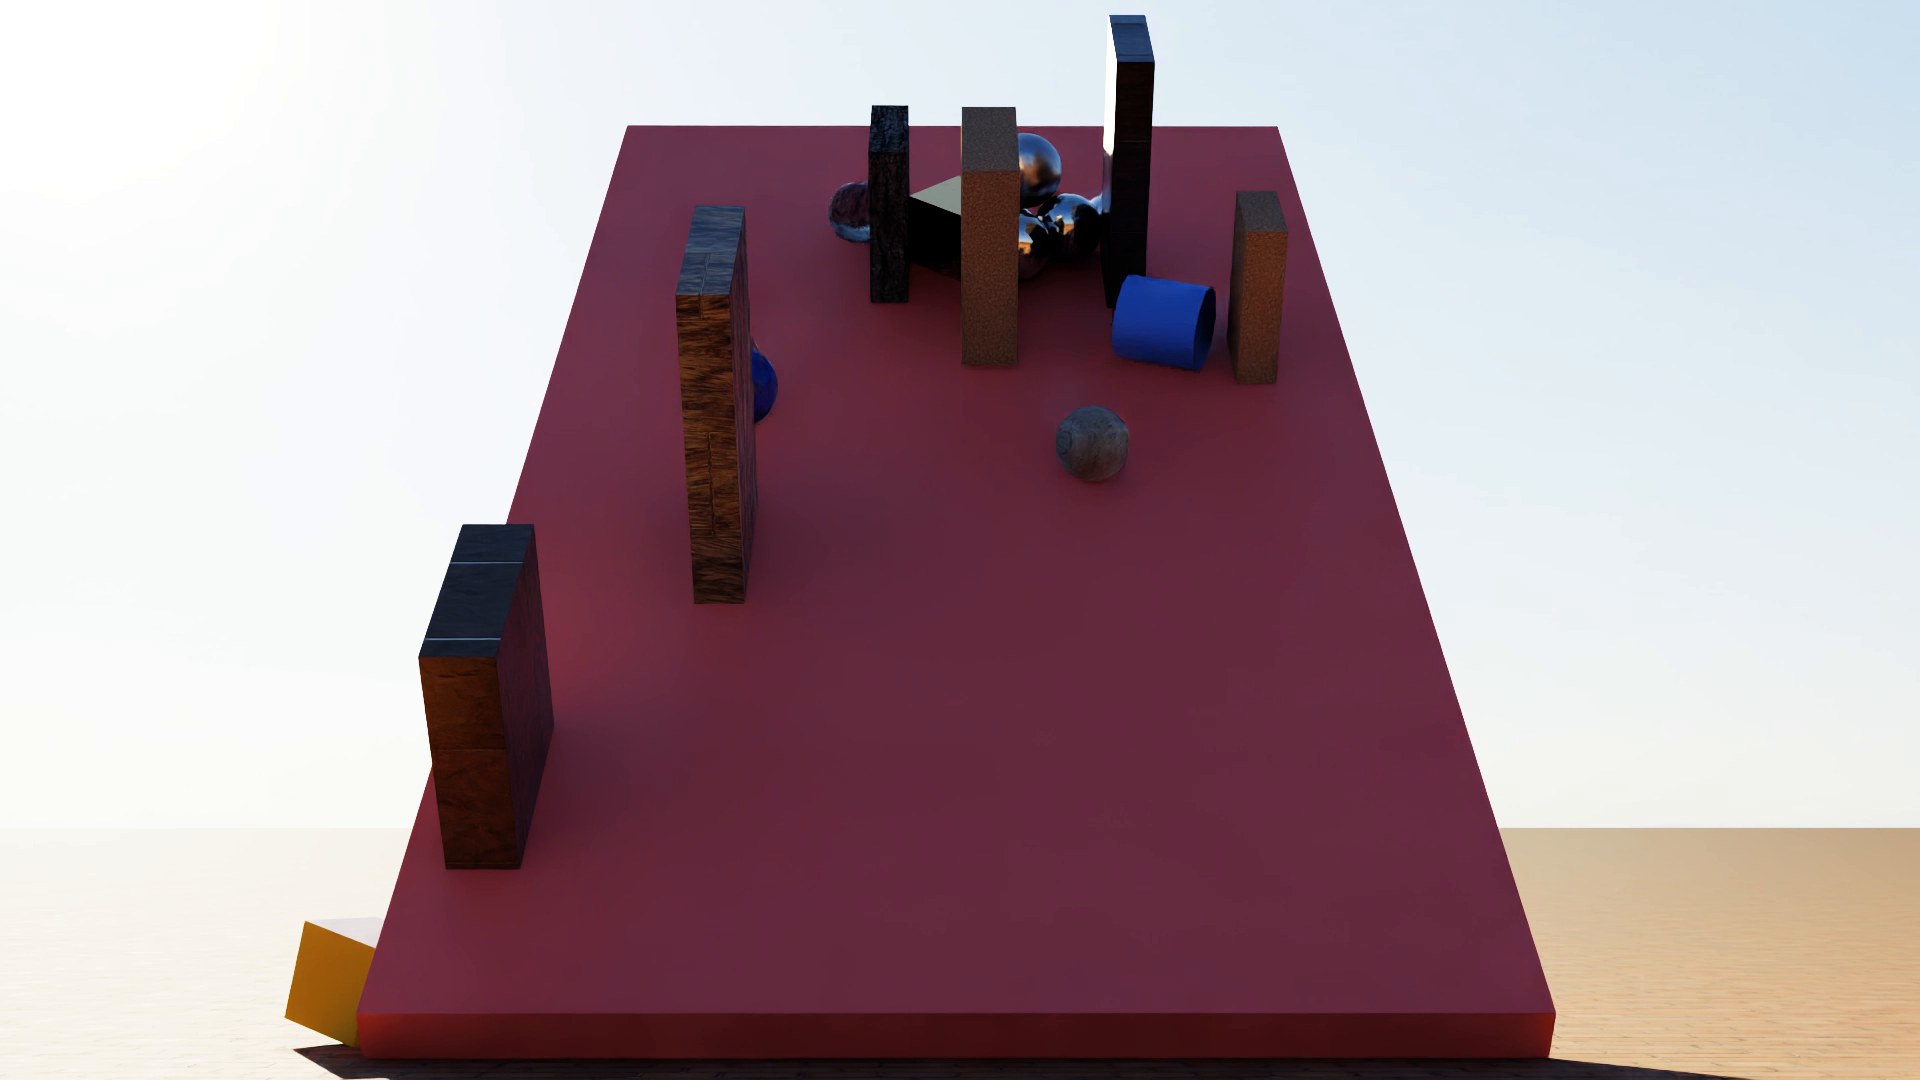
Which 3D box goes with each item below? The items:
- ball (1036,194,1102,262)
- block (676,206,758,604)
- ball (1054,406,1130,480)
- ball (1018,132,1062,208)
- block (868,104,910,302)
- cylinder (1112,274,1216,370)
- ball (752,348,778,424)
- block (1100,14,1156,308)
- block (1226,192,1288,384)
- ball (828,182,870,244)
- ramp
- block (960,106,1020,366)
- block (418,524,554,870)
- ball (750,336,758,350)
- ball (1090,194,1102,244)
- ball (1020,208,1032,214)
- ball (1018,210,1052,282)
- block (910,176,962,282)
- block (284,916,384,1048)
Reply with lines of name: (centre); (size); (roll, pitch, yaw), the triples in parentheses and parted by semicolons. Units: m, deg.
ball: (0.291, -0.845, 6.585); (0.186, 0.186, 0.186); (0, -7, 0)
block: (-0.508, -0.286, 5.136); (0.105, 0.718, 0.439); (0, 31, 0)
ball: (0.304, -0.222, 5.563); (0.172, 0.172, 0.172); (0, -7, 0)
ball: (0.175, -1.001, 6.594); (0.204, 0.204, 0.204); (0, -7, 0)
block: (-0.185, -0.889, 6.426); (0.099, 0.423, 0.329); (0, 31, 0)
cylinder: (0.510, -0.544, 6.064); (0.208, 0.208, 0.208); (11, -3, 17)
ball: (-0.533, -0.365, 5.767); (0.201, 0.201, 0.201); (0, -7, 0)
block: (0.434, -0.986, 6.345); (0.096, 0.675, 0.353); (0, 31, 0)
block: (0.732, -0.624, 6.005); (0.099, 0.408, 0.245); (0, 31, 0)
ball: (-0.281, -0.902, 6.693); (0.168, 0.168, 0.168); (0, -7, 0)
ramp: (-0.014, -0.200, 5.789); (2.000, 0.100, 4.000); (0, 31, 0)
block: (0.073, -0.769, 6.132); (0.138, 0.521, 0.423); (0, 31, 0)
block: (-0.857, 0.281, 4.443); (0.133, 0.458, 0.445); (0, 31, 0)
ball: (-0.568, -0.440, 5.929); (0.162, 0.162, 0.162); (0, -7, 0)
ball: (0.406, -0.883, 6.694); (0.139, 0.139, 0.139); (0, -7, 0)
ball: (0.152, -0.851, 6.653); (0.124, 0.124, 0.124); (0, -7, 0)
ball: (0.152, -0.783, 6.478); (0.186, 0.186, 0.186); (0, -7, 0)
block: (-0.001, -0.843, 6.573); (0.192, 0.192, 0.192); (26, 39, 36)
block: (-1.081, 0.801, 4.423); (0.181, 0.181, 0.181); (13, 1, 32)
